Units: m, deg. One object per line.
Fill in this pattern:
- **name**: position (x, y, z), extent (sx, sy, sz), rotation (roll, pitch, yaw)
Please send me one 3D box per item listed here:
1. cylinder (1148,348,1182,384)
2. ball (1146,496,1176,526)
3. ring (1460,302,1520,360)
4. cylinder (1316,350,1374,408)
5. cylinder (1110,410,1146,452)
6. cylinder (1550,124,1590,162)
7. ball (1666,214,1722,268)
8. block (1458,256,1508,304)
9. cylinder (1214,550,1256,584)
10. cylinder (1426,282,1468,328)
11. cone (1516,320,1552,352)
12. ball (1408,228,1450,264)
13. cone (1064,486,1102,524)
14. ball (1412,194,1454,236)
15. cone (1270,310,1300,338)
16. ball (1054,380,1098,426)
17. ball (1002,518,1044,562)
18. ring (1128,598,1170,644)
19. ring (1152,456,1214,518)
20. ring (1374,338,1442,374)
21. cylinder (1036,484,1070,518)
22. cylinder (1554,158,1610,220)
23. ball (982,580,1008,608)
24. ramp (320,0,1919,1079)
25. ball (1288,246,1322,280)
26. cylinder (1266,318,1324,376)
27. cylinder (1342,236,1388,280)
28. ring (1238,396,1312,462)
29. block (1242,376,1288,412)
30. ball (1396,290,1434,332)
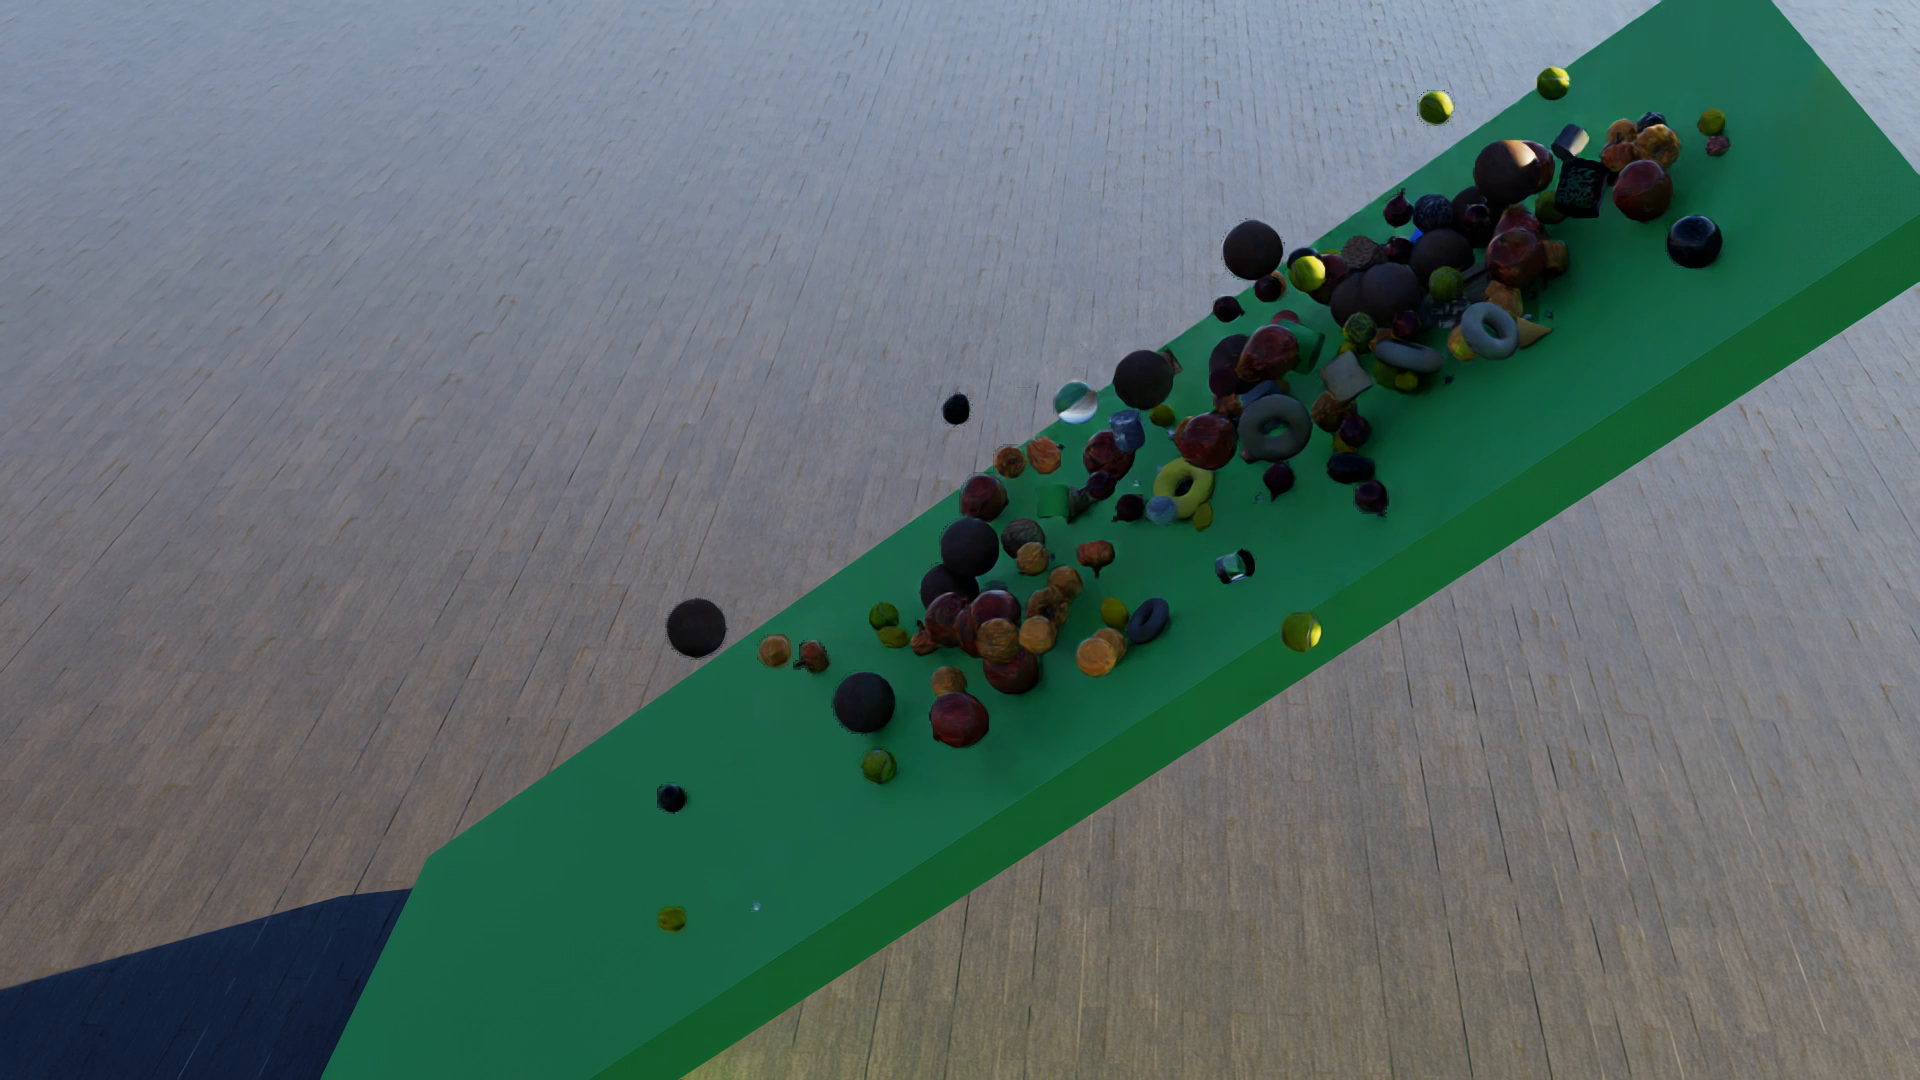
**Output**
- **cylinder**: position (0.471, -0.398, 6.741), extent (0.059, 0.059, 0.059), rotation (-34, 1, 1)
- **ball**: position (0.405, -0.059, 5.916), extent (0.062, 0.062, 0.062), rotation (0, 23, 0)
- **ring**: position (0.968, -0.381, 5.370), extent (0.120, 0.040, 0.120), rotation (13, 57, -20)
- **cylinder**: position (0.737, -0.309, 5.619), extent (0.080, 0.080, 0.080), rotation (-34, -6, -4)
- **cylinder**: position (0.334, -0.219, 5.872), extent (0.061, 0.061, 0.061), rotation (-13, 28, 7)
- **cylinder**: position (1.187, -0.772, 5.724), extent (0.053, 0.053, 0.053), rotation (26, 75, 46)
- **ball**: position (1.310, -0.531, 5.244), extent (0.096, 0.096, 0.096), rotation (0, 23, 0)
- **block**: position (1.038, -0.509, 5.837), extent (0.067, 0.067, 0.067), rotation (-28, 14, 26)
- **cylinder**: position (0.516, 0.050, 5.512), extent (0.054, 0.054, 0.054), rotation (-22, 2, 44)
- **cylinder**: position (0.968, -0.466, 5.848), extent (0.080, 0.080, 0.080), rotation (2, 14, 4)
- **cone**: position (1.079, -0.389, 5.502), extent (0.063, 0.063, 0.063), rotation (-14, 15, 27)
- **ball**: position (0.997, -0.628, 6.249), extent (0.085, 0.085, 0.085), rotation (0, 23, 0)
- **cone**: position (0.271, -0.090, 6.490), extent (0.090, 0.090, 0.090), rotation (-14, 25, -8)
- **ball**: position (0.961, -0.662, 5.976), extent (0.085, 0.085, 0.085), rotation (0, 23, 0)
- **cone**: position (0.729, -0.457, 6.430), extent (0.077, 0.077, 0.077), rotation (-10, 20, -23)
- **ball**: position (0.255, -0.300, 6.437), extent (0.097, 0.097, 0.097), rotation (0, 23, 0)
- **ball**: position (0.138, -0.001, 6.443), extent (0.094, 0.094, 0.094), rotation (0, 23, 0)
- **ring**: position (0.359, 0.154, 5.597), extent (0.034, 0.101, 0.101), rotation (38, 12, -22)
- **ring**: position (0.457, -0.107, 6.013), extent (0.138, 0.138, 0.046), rotation (21, -12, 40)
- **ring**: position (0.872, -0.358, 5.713), extent (0.136, 0.045, 0.136), rotation (13, 12, -3)
- **cylinder**: position (0.191, -0.081, 6.058), extent (0.066, 0.066, 0.066), rotation (-4, -1, 0)
- **cylinder**: position (1.221, -0.691, 5.784), extent (0.091, 0.091, 0.091), rotation (14, -10, 3)
- **ball**: position (0.075, 0.116, 6.327), extent (0.059, 0.059, 0.059), rotation (0, 23, 0)
- **ramp**: position (0.127, 0.180, 6.325), extent (4.000, 0.100, 2.000), rotation (-35, 16, 17)
- **ball**: position (0.737, -0.591, 6.290), extent (0.073, 0.073, 0.073), rotation (0, 23, 0)
- **cylinder**: position (0.695, -0.401, 6.108), extent (0.093, 0.093, 0.093), rotation (23, 28, 13)
- **cylinder**: position (0.856, -0.597, 6.215), extent (0.074, 0.074, 0.074), rotation (18, -2, 37)
- **ring**: position (0.604, -0.214, 5.637), extent (0.143, 0.143, 0.048), rotation (0, 35, -1)
- **block**: position (0.639, -0.279, 6.104), extent (0.076, 0.076, 0.076), rotation (-36, 16, 17)
- **ball**: position (0.926, -0.461, 5.947), extent (0.085, 0.085, 0.085), rotation (0, 23, 0)
